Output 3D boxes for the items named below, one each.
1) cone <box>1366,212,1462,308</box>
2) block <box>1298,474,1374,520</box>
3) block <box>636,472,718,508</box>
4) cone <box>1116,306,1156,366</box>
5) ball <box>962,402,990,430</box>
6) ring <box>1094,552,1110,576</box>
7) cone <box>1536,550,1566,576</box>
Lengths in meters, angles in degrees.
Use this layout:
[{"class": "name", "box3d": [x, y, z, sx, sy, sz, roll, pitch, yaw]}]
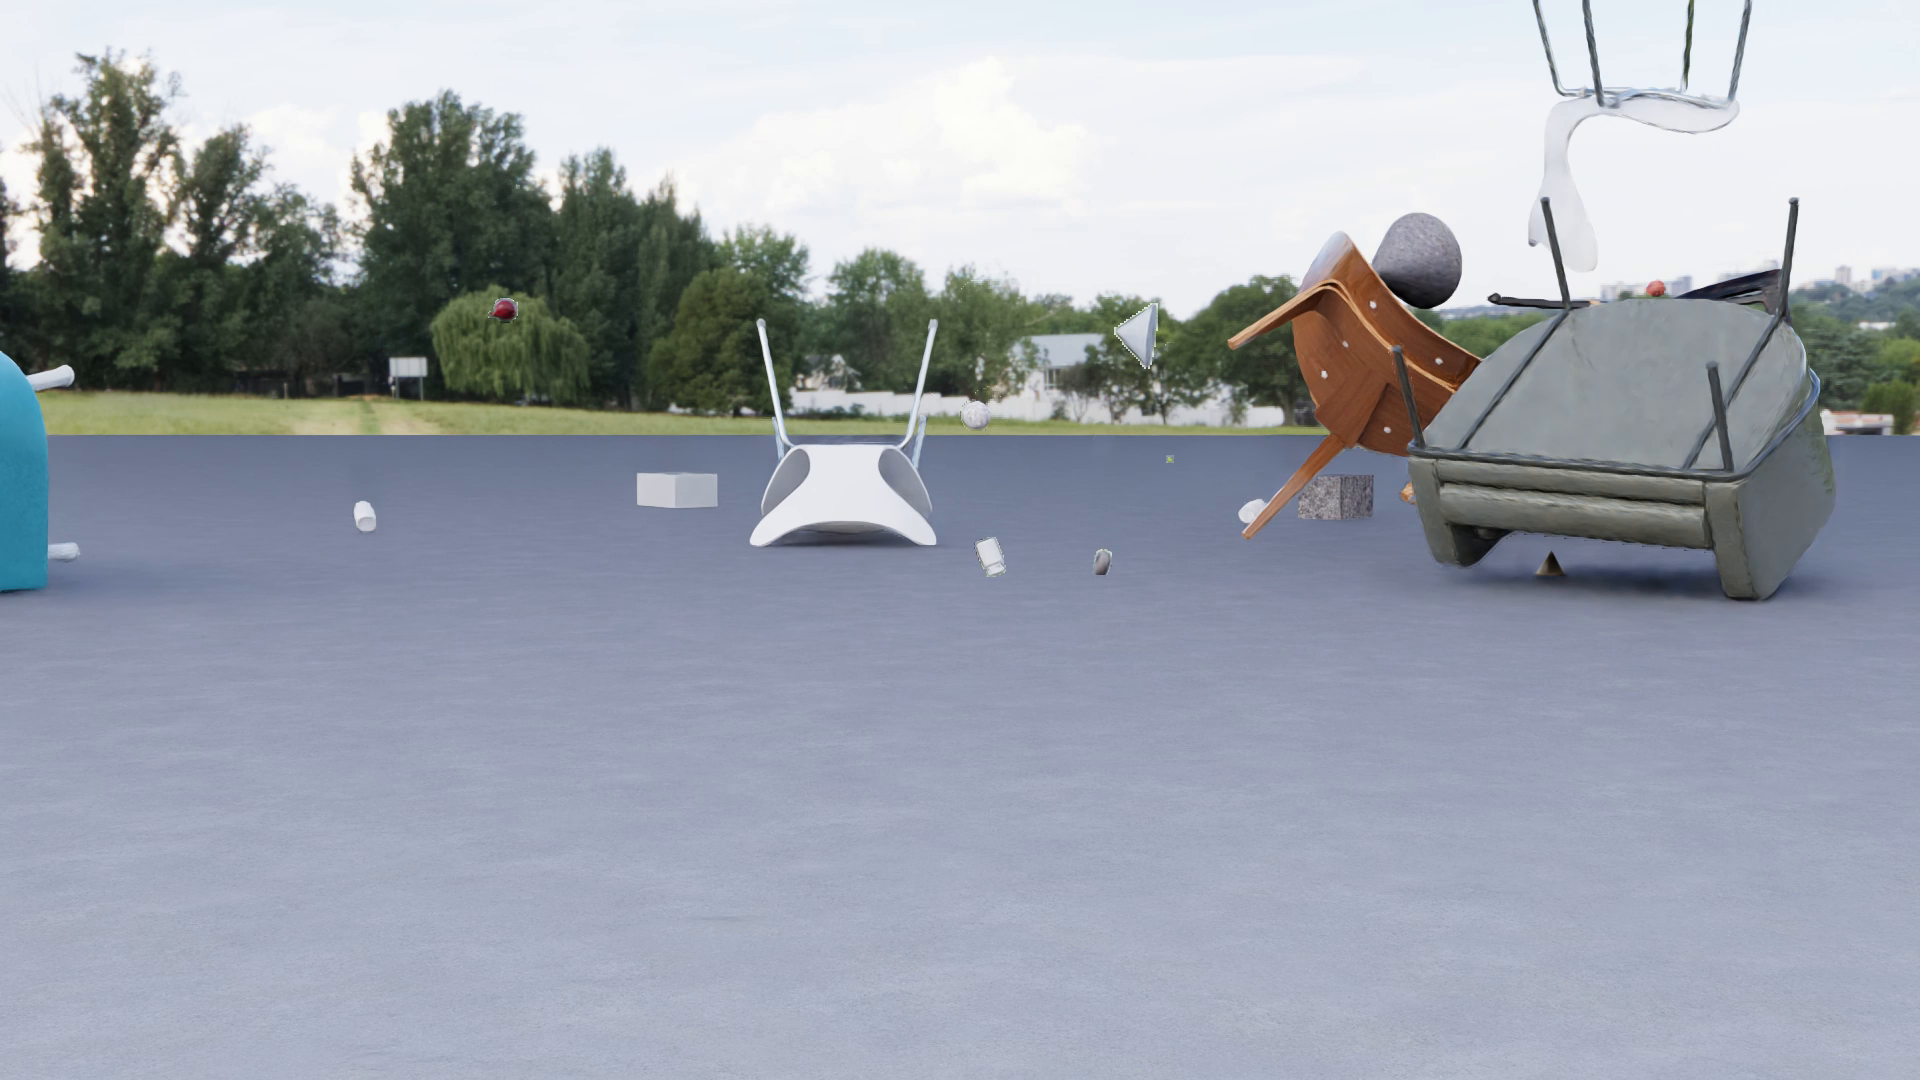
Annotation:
[{"class": "cone", "box3d": [1.208, -0.760, 6.132, 0.219, 0.273, 0.314, -16, 9, -31]}, {"class": "block", "box3d": [1.317, -0.153, 7.704, 0.162, 0.146, 0.255, 3, 5, 36]}, {"class": "block", "box3d": [-1.089, -0.194, 8.463, 0.187, 0.123, 0.286, -3, 5, -38]}, {"class": "cone", "box3d": [0.562, -0.672, 7.144, 0.117, 0.193, 0.208, 8, -32, 11]}, {"class": "ball", "box3d": [0.047, -0.352, 6.224, 0.080, 0.080, 0.080, 0, 4, 0]}, {"class": "ring", "box3d": [0.342, 0.056, 5.288, 0.027, 0.055, 0.078, 11, -25, -3]}, {"class": "cone", "box3d": [1.428, 0.055, 5.315, 0.074, 0.060, 0.042, 1, 4, 14]}]
